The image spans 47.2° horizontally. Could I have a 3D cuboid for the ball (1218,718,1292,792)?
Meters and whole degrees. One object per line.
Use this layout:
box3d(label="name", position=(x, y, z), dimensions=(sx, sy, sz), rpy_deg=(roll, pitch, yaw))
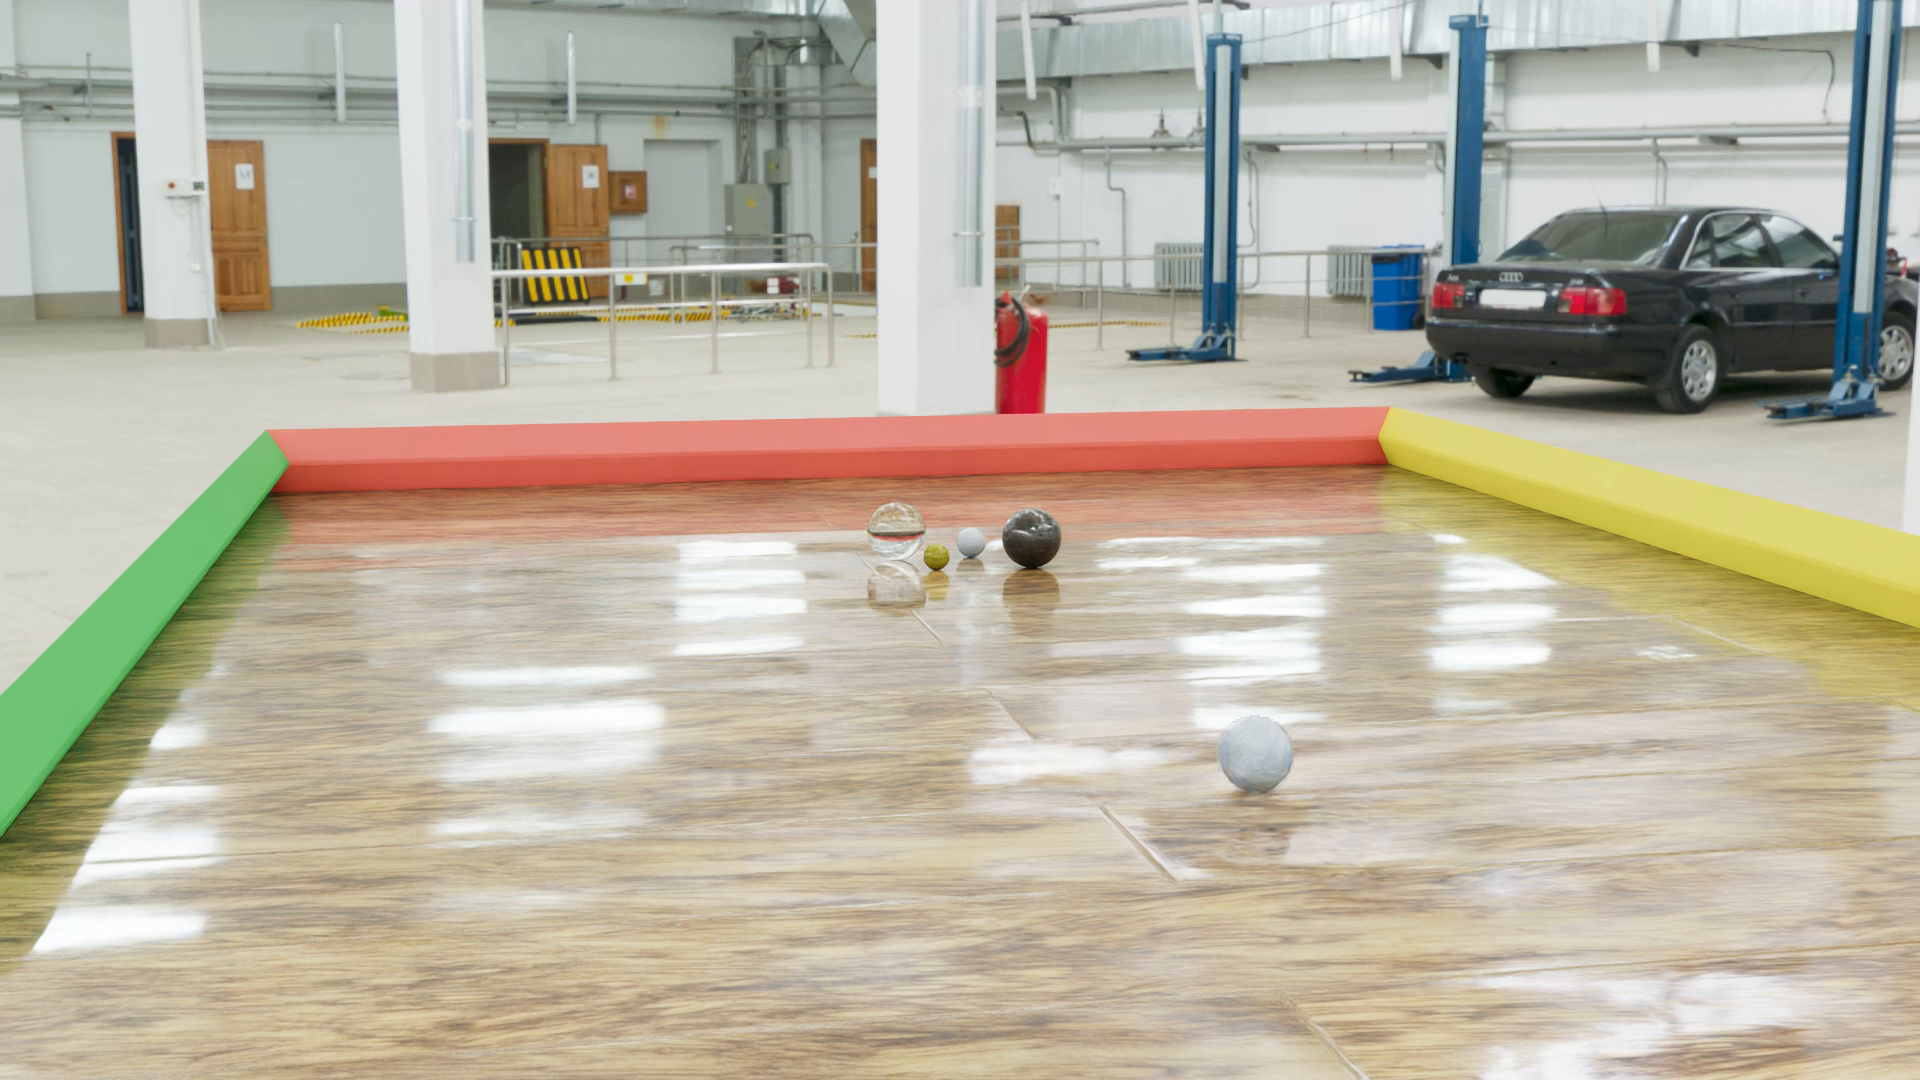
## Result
box3d(label="ball", position=(0.286, 0.208, 2.130), dimensions=(0.071, 0.071, 0.071), rpy_deg=(0, 9, 0))

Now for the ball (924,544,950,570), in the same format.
box3d(label="ball", position=(-0.036, 0.026, 3.371), dimensions=(0.041, 0.041, 0.041), rpy_deg=(0, 9, 0))

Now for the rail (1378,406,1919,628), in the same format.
box3d(label="rail", position=(1.309, 0.099, 2.654), dimensions=(0.045, 0.120, 4.173), rpy_deg=(-2, 9, -11))

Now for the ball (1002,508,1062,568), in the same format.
box3d(label="ball", position=(0.111, -0.003, 3.391), dimensions=(0.092, 0.092, 0.092), rpy_deg=(0, 9, 0))

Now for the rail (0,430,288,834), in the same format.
box3d(label="rail", position=(-0.892, 0.170, 2.210), dimensions=(0.045, 0.120, 4.173), rpy_deg=(-2, 9, -11))

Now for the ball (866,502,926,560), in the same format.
box3d(label="ball", position=(-0.100, -0.014, 3.456), dimensions=(0.093, 0.093, 0.093), rpy_deg=(0, 9, 0))

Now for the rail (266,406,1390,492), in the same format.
box3d(label="rail", position=(-0.204, -0.184, 4.428), dimensions=(2.295, 0.120, 0.045), rpy_deg=(-2, 9, -11))

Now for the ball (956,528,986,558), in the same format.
box3d(label="ball", position=(0.018, 0.004, 3.489), dimensions=(0.047, 0.047, 0.047), rpy_deg=(0, 9, 0))
